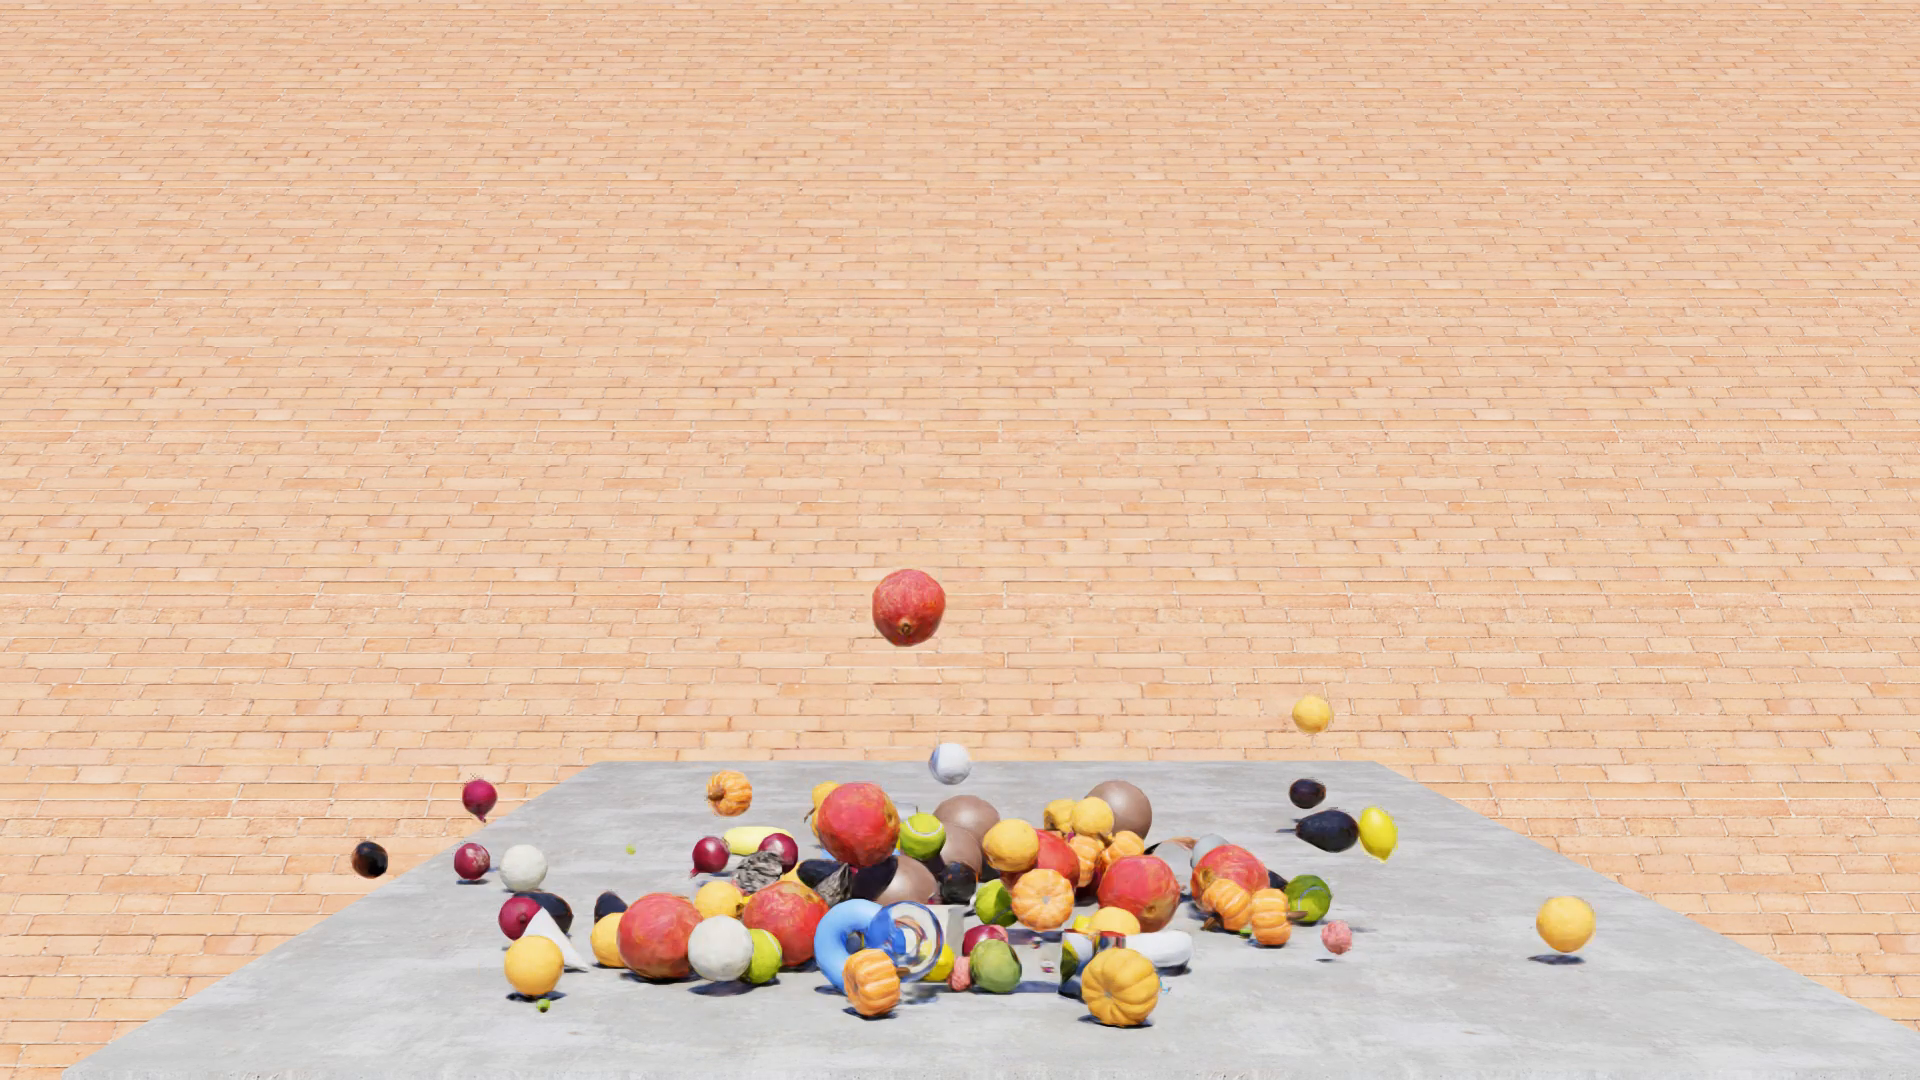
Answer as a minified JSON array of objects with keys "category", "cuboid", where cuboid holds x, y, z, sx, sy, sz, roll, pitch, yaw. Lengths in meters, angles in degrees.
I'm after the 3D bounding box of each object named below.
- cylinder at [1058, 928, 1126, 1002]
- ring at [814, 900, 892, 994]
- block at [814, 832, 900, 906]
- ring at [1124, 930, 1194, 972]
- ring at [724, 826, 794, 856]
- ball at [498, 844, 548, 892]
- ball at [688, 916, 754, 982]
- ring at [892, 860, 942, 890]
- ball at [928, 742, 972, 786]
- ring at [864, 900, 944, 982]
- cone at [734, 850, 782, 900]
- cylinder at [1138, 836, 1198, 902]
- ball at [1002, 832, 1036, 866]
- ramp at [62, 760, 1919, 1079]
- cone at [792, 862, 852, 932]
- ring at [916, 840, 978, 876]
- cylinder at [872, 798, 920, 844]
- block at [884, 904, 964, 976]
[{"category":"cylinder","cuboid":[0.159,0.511,3.114,0.077,0.077,0.077,4,-2,0]},{"category":"ring","cuboid":[-0.121,0.492,3.131,0.116,0.116,0.039,9,7,15]},{"category":"block","cuboid":[-0.153,0.492,3.837,0.084,0.084,0.084,25,63,-26]},{"category":"ring","cuboid":[0.235,0.525,3.308,0.131,0.044,0.131,-7,-8,-1]},{"category":"ring","cuboid":[-0.361,0.539,4.632,0.127,0.042,0.127,1,0,0]},{"category":"ball","cuboid":[-0.692,0.519,4.098,0.076,0.076,0.076,0,31,0]},{"category":"ball","cuboid":[-0.291,0.497,3.144,0.081,0.081,0.081,0,31,0]},{"category":"ring","cuboid":[-0.086,0.539,4.160,0.111,0.037,0.111,-1,0,0]},{"category":"ball","cuboid":[-0.015,0.347,4.018,0.067,0.067,0.067,0,31,0]},{"category":"ring","cuboid":[-0.067,0.477,3.074,0.099,0.033,0.099,-7,67,16]},{"category":"cone","cuboid":[-0.265,0.475,3.556,0.069,0.069,0.069,-12,44,12]},{"category":"cylinder","cuboid":[0.334,0.510,4.011,0.093,0.093,0.093,14,5,22]},{"category":"ball","cuboid":[0.101,0.530,4.444,0.056,0.056,0.056,0,31,0]},{"category":"ramp","cuboid":[0.069,0.610,4.680,2.000,0.100,4.000,0,0,0]},{"category":"cone","cuboid":[-0.162,0.460,3.408,0.090,0.090,0.090,20,21,-8]},{"category":"ring","cuboid":[-0.022,0.524,4.253,0.108,0.108,0.036,-10,68,-17]},{"category":"cylinder","cuboid":[-0.115,0.509,4.696,0.069,0.069,0.069,16,33,4]},{"category":"block","cuboid":[-0.047,0.506,3.276,0.084,0.084,0.084,-1,-6,14]}]
